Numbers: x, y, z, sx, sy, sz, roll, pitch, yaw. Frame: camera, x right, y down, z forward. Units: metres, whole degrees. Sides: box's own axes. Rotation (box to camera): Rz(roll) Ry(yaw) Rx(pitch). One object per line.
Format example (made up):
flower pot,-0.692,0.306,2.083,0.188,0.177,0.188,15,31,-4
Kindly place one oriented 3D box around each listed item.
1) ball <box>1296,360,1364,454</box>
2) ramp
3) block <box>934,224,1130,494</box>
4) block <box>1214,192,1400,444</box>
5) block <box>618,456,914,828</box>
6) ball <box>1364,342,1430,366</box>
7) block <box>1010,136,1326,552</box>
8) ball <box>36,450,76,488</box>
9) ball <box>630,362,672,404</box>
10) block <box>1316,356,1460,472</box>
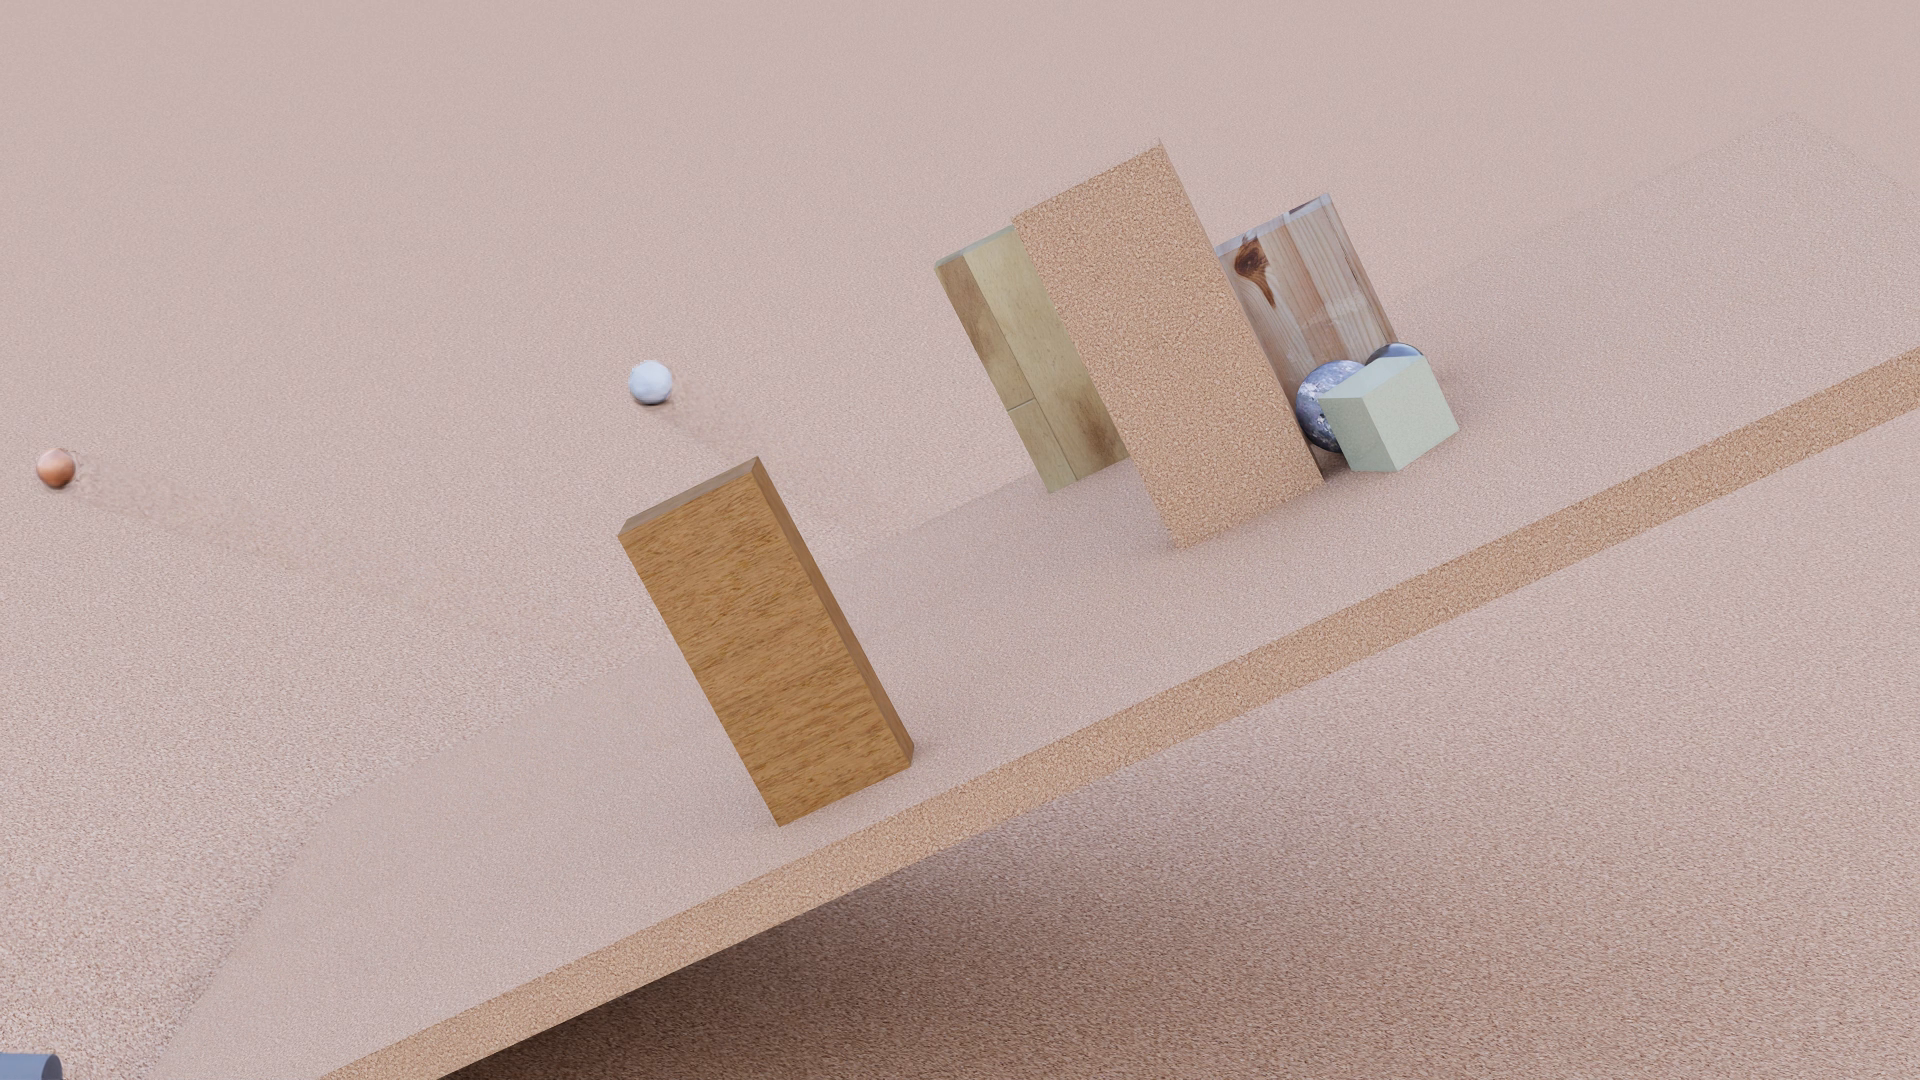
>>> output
ball,0.784,-0.274,6.034,0.191,0.191,0.191,0,17,0
ramp,0.139,0.168,6.281,4.000,0.100,2.000,-25,14,10
block,0.201,-0.439,6.891,0.277,0.601,0.093,-25,14,10
block,0.705,-0.442,6.245,0.388,0.453,0.119,-25,14,10
block,-0.362,0.195,5.561,0.282,0.644,0.115,-25,14,10
ball,0.910,-0.339,6.127,0.147,0.147,0.147,0,17,0
block,0.421,-0.391,5.935,0.328,0.768,0.109,-25,14,10
ball,-3.316,-0.262,10.789,0.138,0.138,0.138,0,17,0
ball,-1.257,-0.639,11.985,0.173,0.173,0.173,0,17,0
block,0.854,-0.252,5.870,0.168,0.168,0.168,-33,14,-20
